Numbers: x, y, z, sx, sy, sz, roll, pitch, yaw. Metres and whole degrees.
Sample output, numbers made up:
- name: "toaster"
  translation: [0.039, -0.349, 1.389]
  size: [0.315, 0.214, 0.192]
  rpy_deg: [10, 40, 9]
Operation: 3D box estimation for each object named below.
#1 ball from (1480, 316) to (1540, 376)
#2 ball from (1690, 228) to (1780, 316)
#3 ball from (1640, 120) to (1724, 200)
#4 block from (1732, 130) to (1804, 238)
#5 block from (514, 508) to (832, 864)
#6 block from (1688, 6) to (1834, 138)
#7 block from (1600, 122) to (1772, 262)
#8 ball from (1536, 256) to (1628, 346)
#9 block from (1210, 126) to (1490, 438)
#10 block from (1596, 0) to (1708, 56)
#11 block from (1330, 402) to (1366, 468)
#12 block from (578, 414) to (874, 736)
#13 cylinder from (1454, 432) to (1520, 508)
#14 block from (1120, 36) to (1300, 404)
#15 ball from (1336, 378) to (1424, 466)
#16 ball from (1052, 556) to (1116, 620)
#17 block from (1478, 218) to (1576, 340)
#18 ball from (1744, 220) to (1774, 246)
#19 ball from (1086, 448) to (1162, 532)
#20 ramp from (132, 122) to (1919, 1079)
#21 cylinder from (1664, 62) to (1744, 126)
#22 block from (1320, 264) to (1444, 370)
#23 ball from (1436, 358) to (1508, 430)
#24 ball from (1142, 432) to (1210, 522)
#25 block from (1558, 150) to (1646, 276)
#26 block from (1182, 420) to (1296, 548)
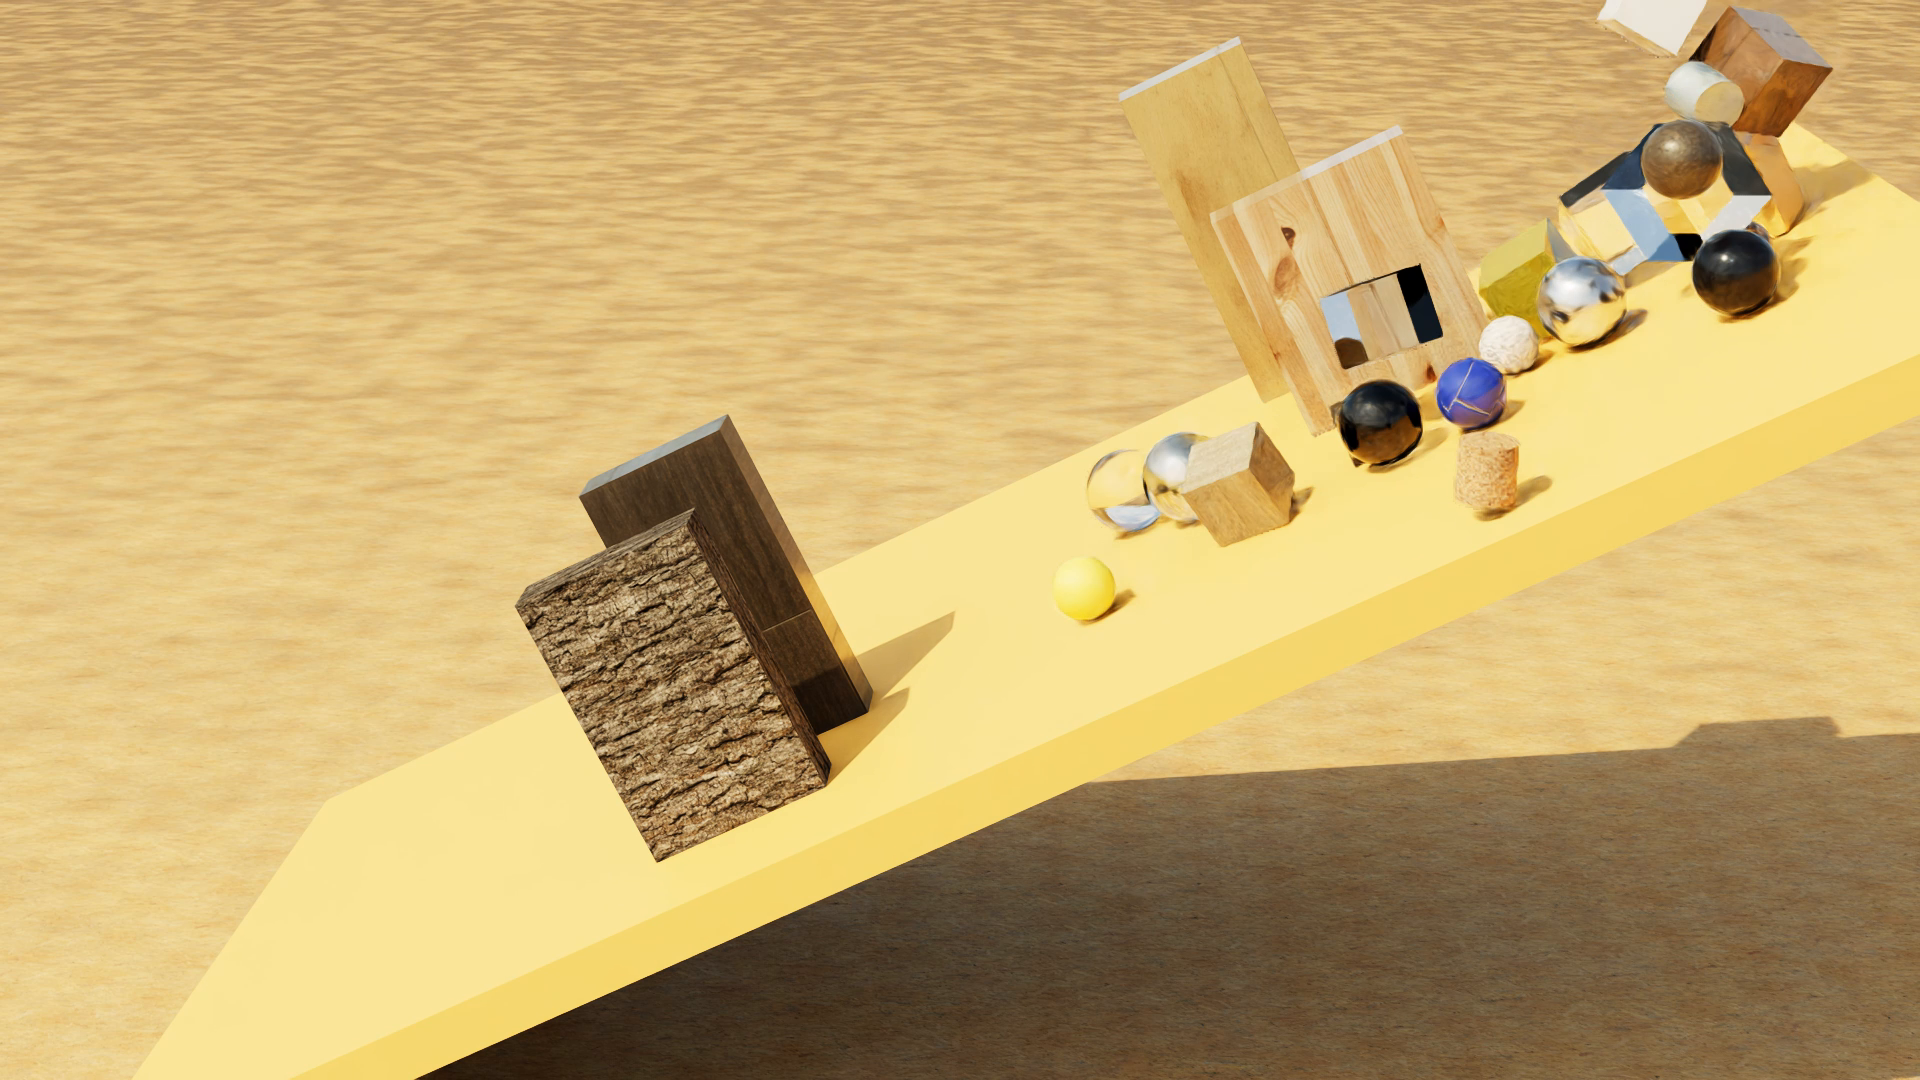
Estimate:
- name: "ball"
  translation: [1.128, -0.399, 6.037]
  size: [0.122, 0.122, 0.122]
  rpy_deg: [0, 16, 0]
- name: "ball"
  translation: [1.497, -0.517, 5.676]
  size: [0.168, 0.168, 0.168]
  rpy_deg: [0, 16, 0]
- name: "ball"
  translation: [1.378, -0.726, 5.616]
  size: [0.152, 0.152, 0.152]
  rpy_deg: [0, 16, 0]
- name: "block"
  translation: [1.621, -0.736, 6.175]
  size: [0.201, 0.201, 0.201]
  rpy_deg: [-20, 15, 33]
- name: "block"
  translation: [-0.550, 0.283, 5.688]
  size: [0.370, 0.581, 0.129]
  rpy_deg: [-25, 14, 10]
- name: "block"
  translation: [1.637, -0.964, 6.058]
  size: [0.180, 0.180, 0.180]
  rpy_deg: [-1, 45, -42]
- name: "block"
  translation: [1.442, -0.691, 5.839]
  size: [0.194, 0.194, 0.194]
  rpy_deg: [-48, 26, -17]
- name: "ball"
  translation: [1.262, -0.485, 5.971]
  size: [0.183, 0.183, 0.183]
  rpy_deg: [0, 16, 0]
- name: "block"
  translation: [0.845, -0.551, 6.292]
  size: [0.440, 0.517, 0.124]
  rpy_deg: [-25, 14, 10]
- name: "block"
  translation: [1.430, -1.102, 6.059]
  size: [0.151, 0.151, 0.151]
  rpy_deg: [29, 7, -5]
- name: "block"
  translation: [0.831, -0.233, 6.003]
  size: [0.112, 0.112, 0.112]
  rpy_deg: [-25, 14, 10]
- name: "block"
  translation: [-0.473, 0.114, 6.010]
  size: [0.321, 0.659, 0.134]
  rpy_deg: [-25, 14, 10]
- name: "cylinder"
  translation: [0.944, -0.126, 5.270]
  size: [0.108, 0.108, 0.108]
  rpy_deg: [1, 20, 0]
- name: "block"
  translation: [0.668, -0.731, 6.751]
  size: [0.300, 0.775, 0.141]
  rpy_deg: [-25, 14, 10]
- name: "ball"
  translation: [0.836, -0.235, 5.852]
  size: [0.172, 0.172, 0.172]
  rpy_deg: [0, 16, 0]
- name: "ball"
  translation: [0.246, 0.096, 5.850]
  size: [0.128, 0.128, 0.128]
  rpy_deg: [0, 16, 0]
- name: "block"
  translation: [1.209, -0.538, 6.176]
  size: [0.165, 0.165, 0.165]
  rpy_deg: [-32, 19, 28]
- name: "ball"
  translation: [1.567, -0.582, 5.888]
  size: [0.119, 0.119, 0.119]
  rpy_deg: [0, 16, 0]
- name: "ball"
  translation: [0.357, -0.106, 6.286]
  size: [0.178, 0.178, 0.178]
  rpy_deg: [0, 16, 0]
- name: "ramp"
  translation: [0.138, 0.168, 6.281]
  size: [4.000, 0.100, 2.000]
  rpy_deg: [-25, 14, 10]
- name: "cylinder"
  translation: [1.498, -0.890, 5.922]
  size: [0.114, 0.114, 0.114]
  rpy_deg: [-5, 31, -18]
- name: "block"
  translation: [0.857, -0.452, 5.983]
  size: [0.154, 0.154, 0.154]
  rpy_deg: [-18, 0, -25]
- name: "ball"
  translation: [1.010, -0.289, 5.807]
  size: [0.141, 0.141, 0.141]
  rpy_deg: [0, 16, 0]
- name: "ball"
  translation: [0.474, -0.133, 6.147]
  size: [0.188, 0.188, 0.188]
  rpy_deg: [0, 16, 0]
- name: "block"
  translation: [1.403, -0.686, 6.279]
  size: [0.176, 0.176, 0.176]
  rpy_deg: [-35, -17, 2]
- name: "block"
  translation: [0.558, -0.111, 5.878]
  size: [0.154, 0.154, 0.154]
  rpy_deg: [-22, 32, 29]
